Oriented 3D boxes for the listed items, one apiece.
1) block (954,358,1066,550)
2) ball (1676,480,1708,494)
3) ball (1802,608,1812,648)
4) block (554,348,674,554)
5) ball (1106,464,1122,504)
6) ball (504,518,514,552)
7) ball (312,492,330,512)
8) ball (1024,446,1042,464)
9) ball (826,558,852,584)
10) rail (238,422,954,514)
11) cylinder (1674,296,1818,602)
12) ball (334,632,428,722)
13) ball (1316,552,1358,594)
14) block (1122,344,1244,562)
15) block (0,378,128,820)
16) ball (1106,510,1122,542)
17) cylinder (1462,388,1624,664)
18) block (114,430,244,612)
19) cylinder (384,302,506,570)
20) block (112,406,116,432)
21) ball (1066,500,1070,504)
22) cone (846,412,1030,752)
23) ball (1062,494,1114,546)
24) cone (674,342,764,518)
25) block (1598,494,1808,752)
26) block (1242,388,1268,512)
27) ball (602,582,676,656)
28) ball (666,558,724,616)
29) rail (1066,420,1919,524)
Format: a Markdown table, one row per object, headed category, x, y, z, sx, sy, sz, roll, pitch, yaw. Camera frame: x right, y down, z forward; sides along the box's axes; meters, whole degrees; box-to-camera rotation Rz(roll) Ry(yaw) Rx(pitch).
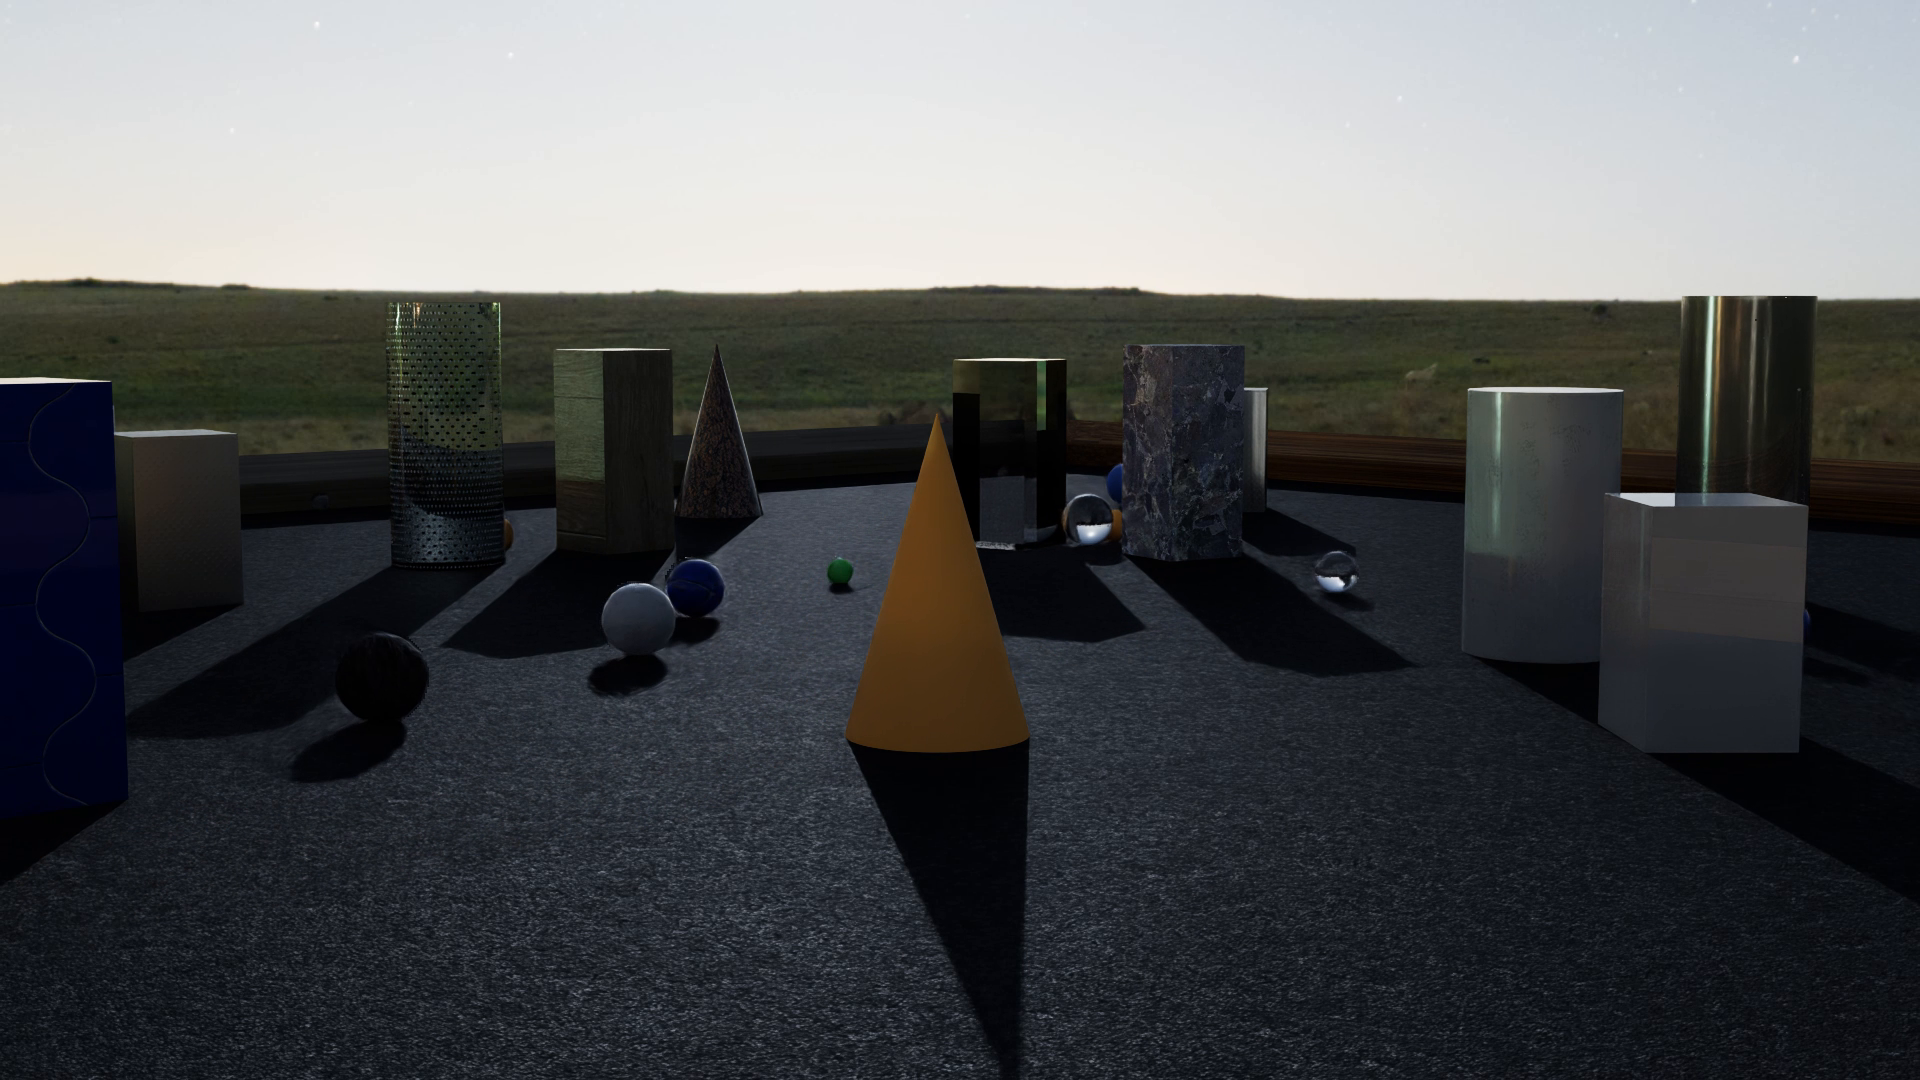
| category | x | y | z | sx | sy | sz | roll | pitch | yaw |
| --- | --- | --- | --- | --- | --- | --- | --- | --- | --- |
| block | 0.095 | -0.166 | 4.164 | 0.156 | 0.351 | 0.156 | 4 | 7 | 32 |
| ball | 1.615 | -0.096 | 4.852 | 0.069 | 0.069 | 0.069 | 0 | 6 | 0 |
| ball | 1.062 | 0.111 | 2.844 | 0.074 | 0.074 | 0.074 | 0 | 6 | 0 |
| block | -0.644 | -0.169 | 4.096 | 0.156 | 0.371 | 0.156 | -6 | 8 | -44 |
| ball | 0.382 | -0.128 | 5.016 | 0.097 | 0.097 | 0.097 | 0 | 6 | 0 |
| ball | -0.845 | -0.008 | 3.979 | 0.075 | 0.075 | 0.075 | 0 | 6 | 0 |
| ball | -1.416 | -0.085 | 4.873 | 0.042 | 0.042 | 0.042 | 0 | 6 | 0 |
| ball | 0.210 | -0.246 | 6.348 | 0.054 | 0.054 | 0.054 | 0 | 6 | 0 |
| ball | -0.196 | 0.051 | 3.579 | 0.042 | 0.042 | 0.042 | 0 | 6 | 0 |
| rail | -1.435 | -0.129 | 4.878 | 4.586 | 0.127 | 0.045 | -5 | 8 | -42 |
| cylinder | 1.199 | -0.140 | 3.365 | 0.195 | 0.465 | 0.195 | 0 | 6 | 0 |
| ball | -0.626 | 0.149 | 2.379 | 0.097 | 0.097 | 0.097 | 0 | 6 | 0 |
| ball | 0.593 | 0.051 | 3.465 | 0.065 | 0.065 | 0.065 | 0 | 6 | 0 |
| block | 0.403 | -0.162 | 3.985 | 0.156 | 0.381 | 0.156 | -3 | 7 | -29 |
| block | -0.869 | 0.047 | 1.988 | 0.156 | 0.380 | 0.156 | -6 | 8 | -44 |
| ball | 0.299 | -0.027 | 4.222 | 0.062 | 0.062 | 0.062 | 0 | 6 | 0 |
| cylinder | 0.755 | -0.024 | 2.853 | 0.195 | 0.341 | 0.195 | 0 | 6 | 0 |
| block | -1.198 | -0.033 | 3.342 | 0.156 | 0.258 | 0.156 | -5 | 8 | -37 |
| cylinder | -0.896 | -0.184 | 3.832 | 0.195 | 0.456 | 0.195 | 0 | 6 | 0 |
| block | -1.482 | -0.077 | 3.648 | 0.156 | 0.282 | 0.156 | -2 | 6 | -20 |
| ball | 0.217 | -0.051 | 4.469 | 0.059 | 0.059 | 0.059 | 0 | 6 | 0 |
| cone | -0.024 | 0.036 | 2.298 | 0.195 | 0.339 | 0.195 | 0 | 6 | 0 |
| ball | 0.241 | -0.037 | 4.154 | 0.098 | 0.098 | 0.098 | 0 | 6 | 0 |
| cone | -0.527 | -0.243 | 4.783 | 0.195 | 0.375 | 0.195 | 0 | 6 | 0 |
| block | 0.767 | 0.082 | 2.282 | 0.156 | 0.249 | 0.156 | 0 | 6 | -1 |
| block | 0.607 | -0.203 | 4.917 | 0.156 | 0.269 | 0.156 | 1 | 6 | 10 |
| ball | -0.414 | 0.102 | 2.833 | 0.095 | 0.095 | 0.095 | 0 | 6 | 0 |
| ball | -0.384 | 0.070 | 3.195 | 0.084 | 0.084 | 0.084 | 0 | 6 | 0 |
| rail | 1.668 | -0.127 | 4.863 | 0.045 | 0.127 | 4.278 | -5 | 8 | -42 |
